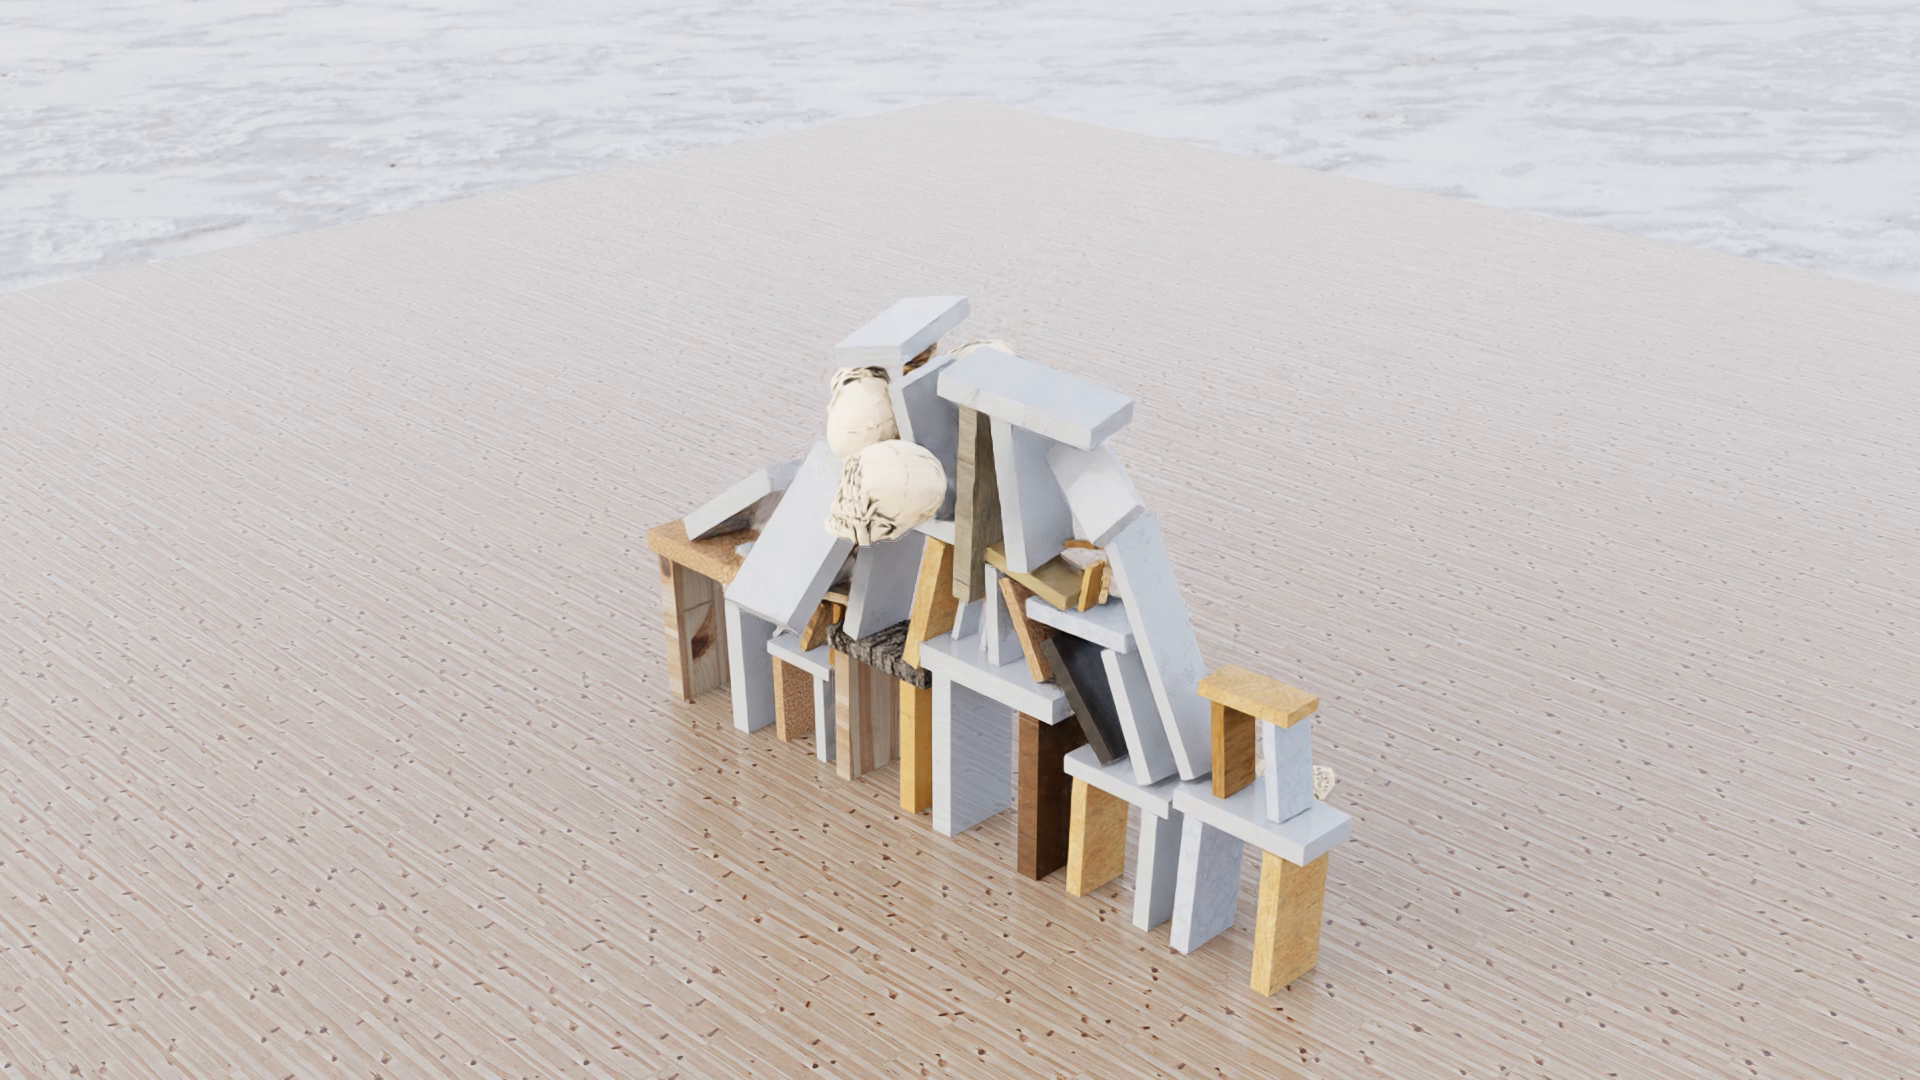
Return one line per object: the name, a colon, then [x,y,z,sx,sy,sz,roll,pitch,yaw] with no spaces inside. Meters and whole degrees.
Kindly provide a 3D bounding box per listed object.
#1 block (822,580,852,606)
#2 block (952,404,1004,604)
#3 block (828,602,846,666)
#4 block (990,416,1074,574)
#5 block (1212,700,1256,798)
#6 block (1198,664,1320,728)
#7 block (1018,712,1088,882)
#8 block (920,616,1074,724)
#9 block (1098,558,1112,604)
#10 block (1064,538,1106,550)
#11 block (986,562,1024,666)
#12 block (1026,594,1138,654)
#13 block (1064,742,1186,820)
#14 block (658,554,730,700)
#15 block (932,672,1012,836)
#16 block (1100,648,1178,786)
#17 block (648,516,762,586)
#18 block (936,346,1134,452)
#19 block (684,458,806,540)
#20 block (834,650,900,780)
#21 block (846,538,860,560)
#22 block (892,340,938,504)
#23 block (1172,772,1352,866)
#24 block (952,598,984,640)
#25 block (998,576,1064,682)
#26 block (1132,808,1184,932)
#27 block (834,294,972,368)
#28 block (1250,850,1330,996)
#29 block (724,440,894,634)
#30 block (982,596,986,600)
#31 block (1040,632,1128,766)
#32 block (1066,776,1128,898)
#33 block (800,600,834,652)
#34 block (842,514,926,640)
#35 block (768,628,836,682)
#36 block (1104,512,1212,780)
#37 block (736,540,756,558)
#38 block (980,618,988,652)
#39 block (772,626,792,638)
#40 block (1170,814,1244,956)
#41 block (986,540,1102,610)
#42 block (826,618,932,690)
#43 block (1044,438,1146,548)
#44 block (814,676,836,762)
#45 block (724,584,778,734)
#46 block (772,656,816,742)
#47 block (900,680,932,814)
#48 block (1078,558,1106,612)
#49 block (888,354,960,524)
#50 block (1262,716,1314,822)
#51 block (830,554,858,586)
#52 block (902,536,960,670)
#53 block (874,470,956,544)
block: [-0.229,0.108,4.530,0.145,0.021,0.072,12,24,42]
block: [0.064,-0.096,4.095,0.157,0.416,0.044,-23,37,-39]
block: [-0.233,0.185,4.565,0.072,0.145,0.021,-21,39,-41]
block: [0.133,-0.113,4.023,0.044,0.313,0.157,9,26,36]
block: [0.481,0.351,3.862,0.026,0.186,0.093,16,27,40]
block: [0.513,0.268,3.785,0.186,0.026,0.093,20,30,38]
block: [0.190,0.463,4.222,0.050,0.350,0.175,21,31,41]
block: [0.108,0.247,4.220,0.350,0.050,0.175,21,31,41]
block: [0.270,0.069,4.031,0.013,0.093,0.046,11,10,6]
block: [0.240,0.009,4.067,0.093,0.013,0.046,4,3,-1]
block: [0.098,0.128,4.173,0.102,0.203,0.029,-19,27,-38]
block: [0.254,0.140,4.036,0.126,0.036,0.252,-19,26,-39]
block: [0.327,0.433,4.051,0.250,0.035,0.125,21,31,41]
block: [-0.580,0.171,4.923,0.168,0.337,0.048,-21,28,-41]
block: [0.025,0.398,4.374,0.050,0.350,0.175,21,31,41]
block: [0.345,0.304,3.994,0.126,0.252,0.036,-19,5,-40]
block: [-0.508,0.022,4.781,0.337,0.048,0.168,21,31,41]
block: [0.133,-0.254,3.902,0.313,0.044,0.157,22,33,25]
block: [-0.411,-0.090,4.607,0.180,0.051,0.475,-14,-5,-29]
block: [-0.191,0.342,4.582,0.145,0.291,0.041,-21,32,-41]
block: [-0.189,-0.011,4.462,0.020,0.141,0.071,52,42,5]
block: [-0.087,-0.228,4.204,0.040,0.282,0.141,9,27,6]
block: [0.529,0.477,3.858,0.283,0.040,0.141,21,31,40]
block: [0.019,0.137,4.268,0.057,0.113,0.016,-22,46,-41]
block: [0.152,0.155,4.129,0.102,0.203,0.029,-20,0,-39]
block: [0.381,0.587,4.055,0.125,0.250,0.035,-21,34,-41]
block: [-0.105,-0.398,4.179,0.141,0.040,0.282,1,25,29]
block: [0.581,0.649,3.867,0.141,0.283,0.040,-21,33,-41]
block: [-0.291,-0.008,4.247,0.180,0.051,0.360,21,75,39]
block: [0.047,0.090,4.212,0.057,0.016,0.113,-21,31,-37]
block: [0.258,0.281,4.087,0.126,0.252,0.036,-20,-11,-40]
block: [0.263,0.541,4.164,0.125,0.250,0.035,-21,33,-41]
block: [-0.285,0.168,4.614,0.072,0.145,0.021,-21,56,-40]
block: [-0.145,0.050,4.409,0.042,0.297,0.149,35,39,31]
block: [-0.307,0.241,4.655,0.098,0.028,0.195,-21,31,-40]
block: [0.372,0.188,3.938,0.111,0.472,0.031,-17,-2,-39]
block: [-0.428,0.029,4.686,0.050,0.014,0.101,-19,30,-38]
block: [0.073,0.159,4.218,0.057,0.113,0.016,-20,46,-39]
block: [-0.314,0.123,4.648,0.050,0.262,0.014,-17,65,-49]
block: [0.453,0.599,3.985,0.040,0.283,0.141,25,33,37]
block: [0.155,0.056,4.081,0.102,0.029,0.203,-22,43,-41]
block: [-0.121,0.216,4.453,0.145,0.041,0.291,-21,31,-41]
block: [0.240,-0.105,3.928,0.031,0.111,0.221,25,31,-47]
block: [-0.260,0.363,4.654,0.098,0.195,0.028,-21,30,-41]
block: [-0.421,0.233,4.777,0.168,0.337,0.048,-21,28,-41]
block: [-0.353,0.327,4.740,0.098,0.195,0.028,-21,29,-41]
block: [-0.054,0.396,4.456,0.145,0.291,0.041,-21,32,-41]
block: [0.239,0.083,4.008,0.013,0.093,0.046,25,31,28]
block: [-0.039,-0.188,4.100,0.141,0.282,0.040,-33,32,-33]
block: [0.566,0.383,3.788,0.093,0.186,0.026,-19,22,-38]
block: [-0.224,0.056,4.504,0.071,0.020,0.141,-20,-10,-40]
block: [-0.019,0.102,4.289,0.148,0.297,0.042,-21,46,-41]
block: [-0.054,-0.068,4.254,0.149,0.042,0.297,-21,31,-40]
